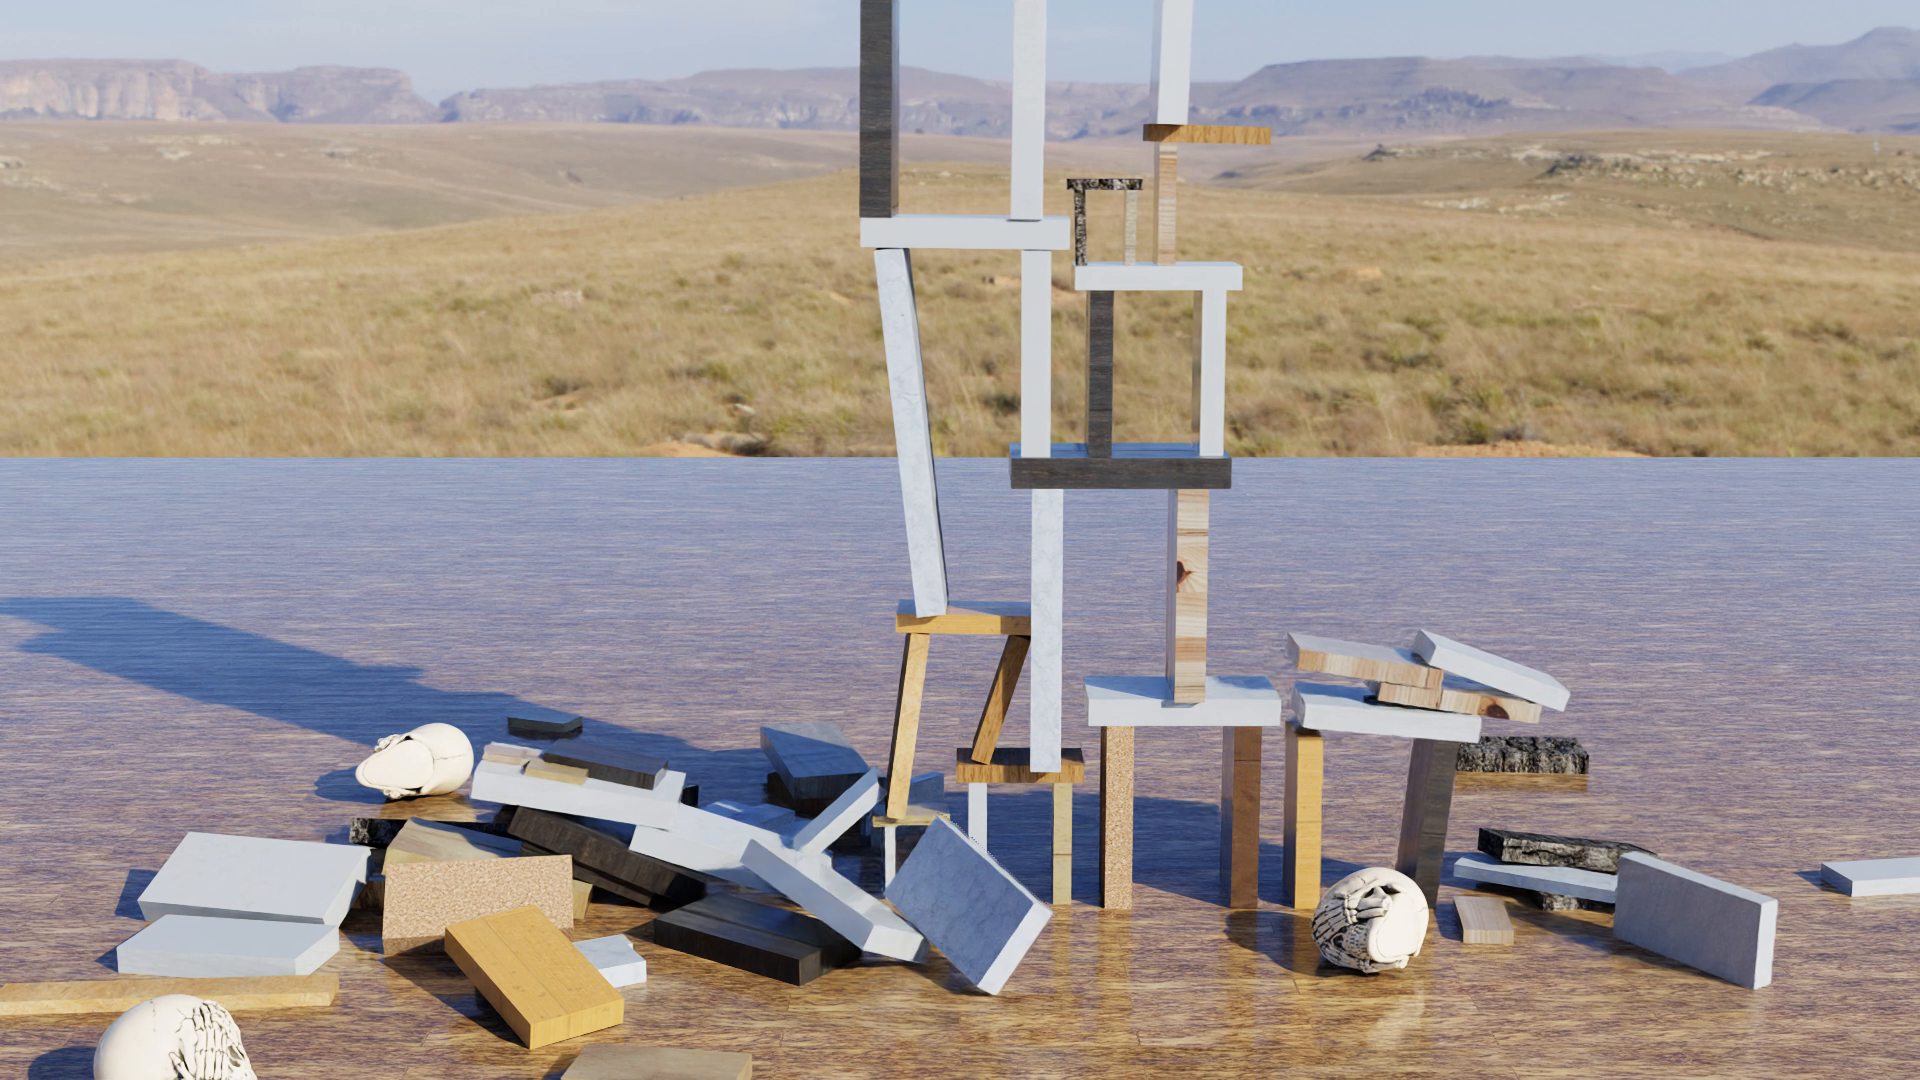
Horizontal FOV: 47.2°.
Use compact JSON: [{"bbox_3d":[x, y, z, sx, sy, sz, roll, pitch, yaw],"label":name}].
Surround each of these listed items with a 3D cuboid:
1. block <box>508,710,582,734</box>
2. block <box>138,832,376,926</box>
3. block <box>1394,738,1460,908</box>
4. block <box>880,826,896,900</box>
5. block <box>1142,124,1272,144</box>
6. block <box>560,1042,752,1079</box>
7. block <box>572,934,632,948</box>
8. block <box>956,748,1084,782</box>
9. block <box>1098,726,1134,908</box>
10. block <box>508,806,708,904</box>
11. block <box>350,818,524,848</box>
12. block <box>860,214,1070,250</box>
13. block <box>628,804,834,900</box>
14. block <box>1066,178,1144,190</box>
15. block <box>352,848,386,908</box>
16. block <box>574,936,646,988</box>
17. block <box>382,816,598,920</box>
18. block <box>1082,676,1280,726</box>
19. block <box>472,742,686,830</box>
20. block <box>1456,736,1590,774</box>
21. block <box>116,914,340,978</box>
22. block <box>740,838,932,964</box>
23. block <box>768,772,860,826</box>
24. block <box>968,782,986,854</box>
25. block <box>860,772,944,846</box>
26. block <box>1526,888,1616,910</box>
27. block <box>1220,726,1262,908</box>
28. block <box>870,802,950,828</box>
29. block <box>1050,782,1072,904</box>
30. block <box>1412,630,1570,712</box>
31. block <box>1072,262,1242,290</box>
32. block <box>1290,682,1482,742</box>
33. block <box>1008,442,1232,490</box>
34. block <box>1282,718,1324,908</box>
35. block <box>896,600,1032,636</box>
[{"bbox_3d":[-0.888,0.387,4.705,0.141,0.020,0.071,4,11,22],"label":"block"},{"bbox_3d":[-1.134,0.556,3.552,0.329,0.047,0.165,3,35,14],"label":"block"},{"bbox_3d":[0.772,0.449,3.642,0.040,0.284,0.142,5,10,-1],"label":"block"},{"bbox_3d":[-0.119,0.527,3.660,0.018,0.128,0.064,-2,11,-8],"label":"block"},{"bbox_3d":[0.385,-0.636,3.445,0.190,0.027,0.095,2,11,0],"label":"block"},{"bbox_3d":[-0.401,0.713,2.920,0.228,0.032,0.114,2,11,9],"label":"block"},{"bbox_3d":[-0.560,0.632,3.406,0.095,0.014,0.048,-5,12,-27],"label":"block"},{"bbox_3d":[0.098,0.371,3.627,0.208,0.029,0.104,0,11,0],"label":"block"},{"bbox_3d":[0.259,0.437,3.646,0.044,0.309,0.154,0,11,0],"label":"block"},{"bbox_3d":[-0.574,0.499,3.638,0.328,0.046,0.164,23,9,-6],"label":"block"},{"bbox_3d":[-0.886,0.514,3.812,0.297,0.042,0.149,1,-12,7],"label":"block"},{"bbox_3d":[0.010,-0.488,3.472,0.324,0.046,0.162,1,11,2],"label":"block"},{"bbox_3d":[-0.377,0.516,3.658,0.328,0.046,0.164,18,10,-5],"label":"block"},{"bbox_3d":[0.227,-0.559,3.457,0.116,0.016,0.058,0,11,0],"label":"block"},{"bbox_3d":[-0.965,0.565,3.677,0.329,0.047,0.165,0,11,0],"label":"block"},{"bbox_3d":[-0.596,0.645,3.282,0.228,0.032,0.114,-6,12,-29],"label":"block"},{"bbox_3d":[-0.763,0.538,3.613,0.329,0.047,0.165,13,10,-3],"label":"block"},{"bbox_3d":[0.361,0.264,3.614,0.309,0.044,0.154,0,11,0],"label":"block"},{"bbox_3d":[-0.624,0.404,3.624,0.328,0.046,0.164,10,11,-4],"label":"block"},{"bbox_3d":[1.116,0.431,4.423,0.265,0.037,0.132,1,11,4],"label":"block"},{"bbox_3d":[-1.118,0.626,3.365,0.288,0.041,0.144,2,11,10],"label":"block"},{"bbox_3d":[-0.192,0.557,3.398,0.297,0.042,0.149,27,0,41],"label":"block"},{"bbox_3d":[-0.244,0.481,4.152,0.132,0.037,0.265,-7,12,-31],"label":"block"},{"bbox_3d":[0.029,0.488,3.650,0.029,0.208,0.104,0,11,0],"label":"block"},{"bbox_3d":[-0.104,0.485,3.976,0.027,0.094,0.188,10,14,43],"label":"block"},{"bbox_3d":[1.023,0.586,3.631,0.154,0.022,0.077,-1,11,-6],"label":"block"},{"bbox_3d":[0.464,0.437,3.646,0.044,0.309,0.154,0,11,0],"label":"block"},{"bbox_3d":[-0.083,0.455,3.645,0.128,0.018,0.064,-1,11,-5],"label":"block"},{"bbox_3d":[0.168,0.488,3.651,0.029,0.208,0.104,0,11,0],"label":"block"},{"bbox_3d":[0.868,0.213,3.602,0.236,0.033,0.118,19,10,-5],"label":"block"},{"bbox_3d":[0.309,-0.419,3.485,0.260,0.037,0.130,0,11,0],"label":"block"},{"bbox_3d":[0.696,0.282,3.611,0.284,0.040,0.142,5,10,-1],"label":"block"},{"bbox_3d":[0.253,-0.120,3.533,0.346,0.049,0.173,0,11,0],"label":"block"},{"bbox_3d":[0.567,0.450,3.642,0.040,0.284,0.142,0,11,0],"label":"block"},{"bbox_3d":[0.007,0.126,3.591,0.218,0.031,0.109,1,11,2],"label":"block"}]
